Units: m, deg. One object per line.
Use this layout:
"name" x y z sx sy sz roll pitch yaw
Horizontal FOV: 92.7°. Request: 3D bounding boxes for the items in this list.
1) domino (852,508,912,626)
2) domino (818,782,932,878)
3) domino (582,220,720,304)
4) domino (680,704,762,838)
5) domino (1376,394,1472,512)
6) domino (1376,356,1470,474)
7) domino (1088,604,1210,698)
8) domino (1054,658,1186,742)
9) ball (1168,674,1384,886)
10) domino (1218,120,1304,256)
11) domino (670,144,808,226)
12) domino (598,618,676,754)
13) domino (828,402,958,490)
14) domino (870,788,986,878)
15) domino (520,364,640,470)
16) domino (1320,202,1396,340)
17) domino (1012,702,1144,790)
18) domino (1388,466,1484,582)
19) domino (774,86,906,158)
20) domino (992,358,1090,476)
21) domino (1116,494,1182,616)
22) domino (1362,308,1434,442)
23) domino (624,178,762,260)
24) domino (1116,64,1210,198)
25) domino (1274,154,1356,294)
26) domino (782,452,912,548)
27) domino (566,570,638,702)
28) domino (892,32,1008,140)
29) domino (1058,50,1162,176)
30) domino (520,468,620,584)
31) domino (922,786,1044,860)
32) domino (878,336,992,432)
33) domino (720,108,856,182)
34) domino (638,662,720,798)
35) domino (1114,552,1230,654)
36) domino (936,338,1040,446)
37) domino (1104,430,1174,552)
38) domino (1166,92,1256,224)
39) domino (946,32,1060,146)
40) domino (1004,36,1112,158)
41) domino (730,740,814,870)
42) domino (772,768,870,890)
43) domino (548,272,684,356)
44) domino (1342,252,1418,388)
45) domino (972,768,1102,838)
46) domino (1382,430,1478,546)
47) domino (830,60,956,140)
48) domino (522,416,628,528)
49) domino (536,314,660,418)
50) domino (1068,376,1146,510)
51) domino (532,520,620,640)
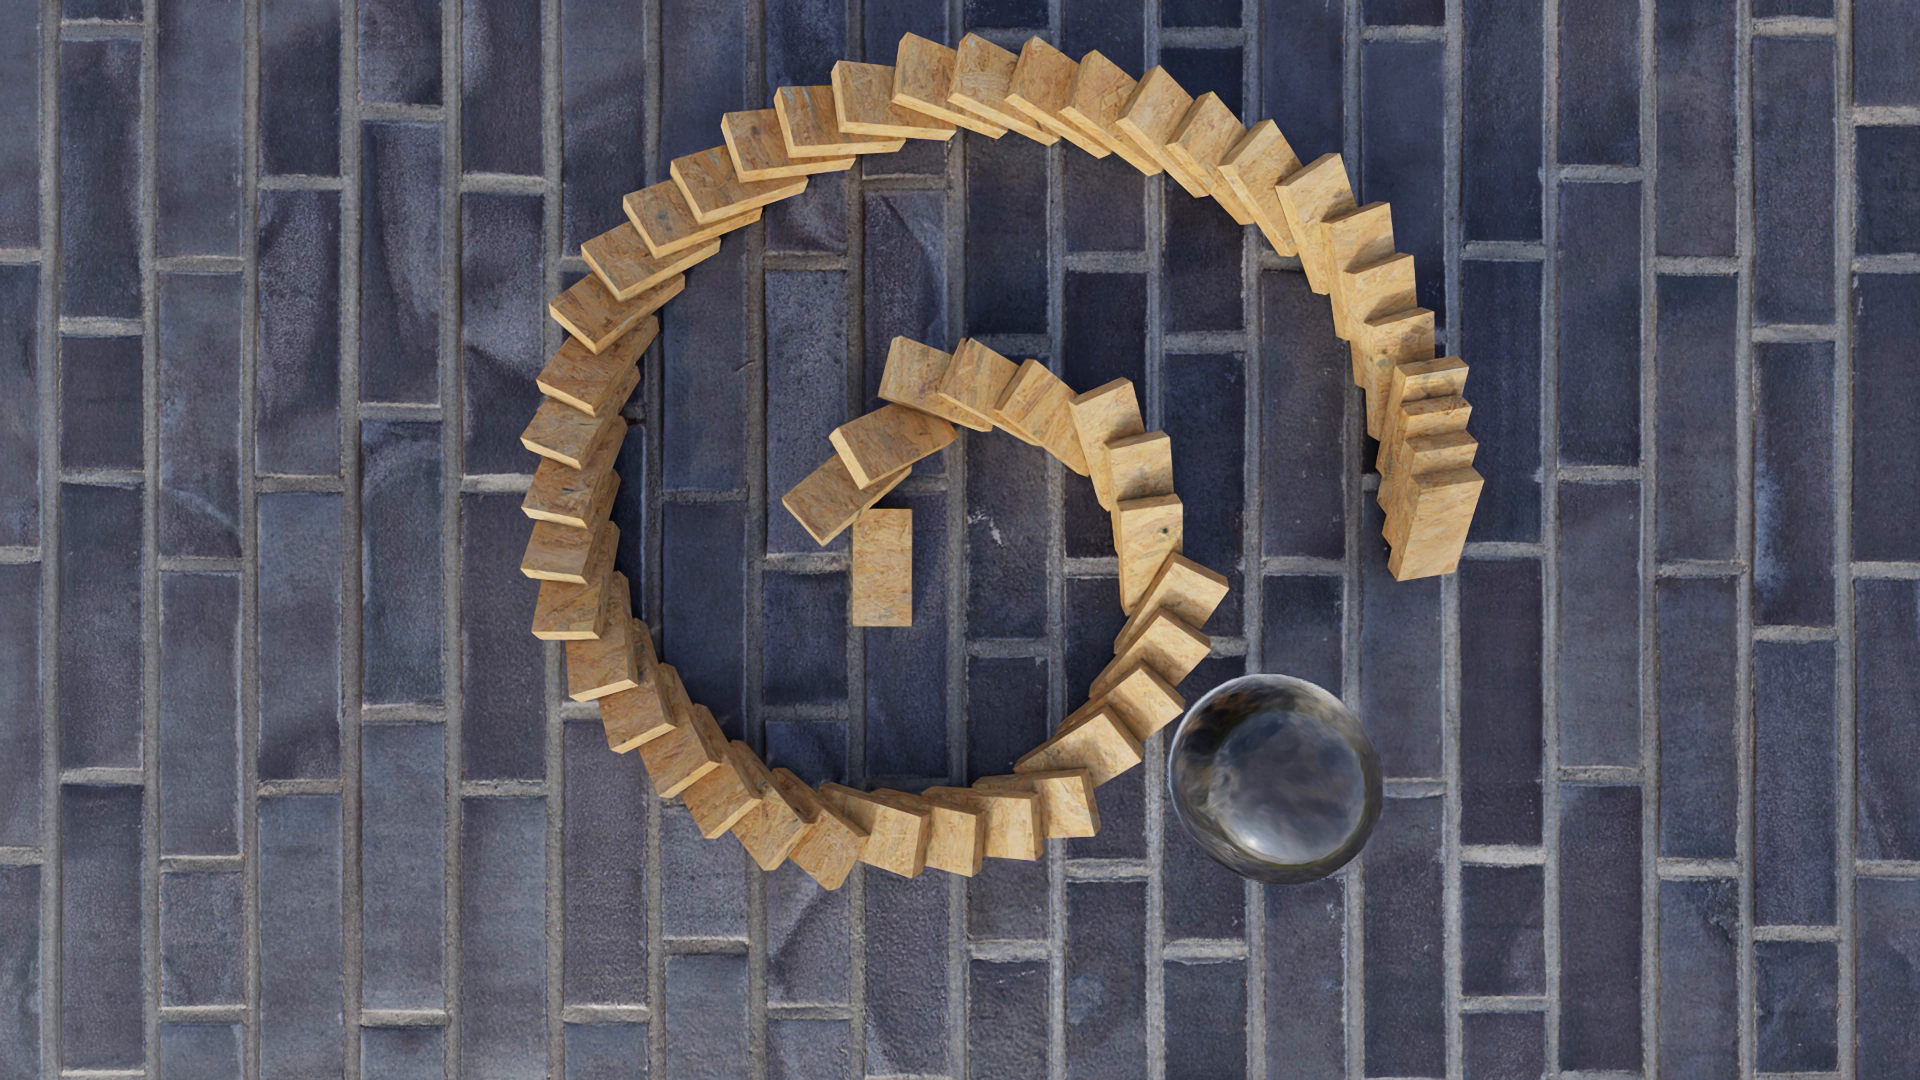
"domino" -0.033 0.012 0.395 0.025 0.010 0.050 0 90 0
"domino" -0.038 0.121 0.385 0.050 0.009 0.025 9 90 26
"domino" -0.129 -0.123 0.385 0.050 0.010 0.025 -39 90 -25
"domino" -0.107 0.097 0.385 0.025 0.010 0.050 -40 65 0
"domino" 0.192 -0.035 0.380 0.025 0.009 0.050 -9 131 0
"domino" 0.191 -0.050 0.381 0.025 0.009 0.050 -9 129 0
"domino" 0.079 0.054 0.384 0.025 0.009 0.050 34 117 -2
"domino" 0.067 0.075 0.384 0.025 0.010 0.050 45 116 -2
"ball" 0.123 0.093 0.360 0.080 0.080 0.080 0 90 0
"domino" 0.133 -0.147 0.385 0.025 0.010 0.050 -48 115 0
"domino" -0.092 -0.153 0.385 0.050 0.010 0.025 -29 90 -25
"domino" -0.139 0.061 0.385 0.025 0.009 0.050 -26 65 0
"domino" -0.027 -0.043 0.382 0.050 0.009 0.025 -31 90 -35
"domino" -0.015 0.122 0.385 0.050 0.009 0.025 4 90 26
"domino" -0.159 -0.056 0.385 0.025 0.009 0.050 22 65 0
"domino" 0.169 -0.113 0.385 0.025 0.010 0.050 -20 115 0
"domino" 0.049 0.092 0.385 0.050 0.009 0.025 -39 90 26
"domino" 0.196 -0.006 0.380 0.025 0.009 0.050 -9 131 0
"domino" -0.050 -0.176 0.385 0.050 0.009 0.025 -15 90 -25
"domino" 0.041 -0.051 0.385 0.050 0.009 0.025 34 90 -25
"domino" 0.080 0.007 0.384 0.025 0.009 0.050 -8 118 0
"domino" 0.185 -0.069 0.385 0.025 0.009 0.050 -15 115 0
"domino" -0.112 -0.139 0.385 0.050 0.009 0.025 -32 90 -25
"domino" 0.092 -0.171 0.385 0.050 0.009 0.025 32 90 -25
"domino" 0.154 -0.132 0.385 0.025 0.009 0.050 -32 116 0
"domino" -0.047 -0.023 0.388 0.050 0.010 0.025 -41 82 -14
"domino" -0.151 0.040 0.385 0.025 0.010 0.050 -16 64 0
"domino" -0.002 -0.190 0.385 0.050 0.009 0.025 8 90 -25
"domino" 0.068 -0.179 0.385 0.050 0.009 0.025 24 90 -25
"domino" -0.163 -0.007 0.385 0.025 0.010 0.050 7 65 0
"domino" 0.009 0.118 0.384 0.050 0.010 0.025 -4 91 26
"domino" -0.007 -0.065 0.384 0.050 0.009 0.025 15 88 -26
"domino" -0.072 -0.167 0.385 0.050 0.010 0.025 -18 90 -25
"domino" -0.123 0.079 0.385 0.025 0.010 0.050 -35 65 0
"domino" 0.088 0.032 0.384 0.025 0.009 0.050 25 118 -3
"domino" 0.018 -0.062 0.385 0.050 0.010 0.025 25 89 -25
"domino" 0.076 -0.019 0.384 0.025 0.010 0.050 -13 116 -4
"domino" 0.112 -0.160 0.385 0.050 0.010 0.025 34 90 -25
"domino" 0.021 -0.189 0.385 0.050 0.010 0.025 13 90 -25
"domino" 0.046 -0.185 0.385 0.050 0.010 0.025 20 90 -25
"domino" -0.087 0.111 0.385 0.050 0.009 0.025 41 90 26
"domino" -0.065 0.121 0.385 0.050 0.010 0.025 30 90 26
"domino" -0.143 -0.103 0.385 0.025 0.010 0.050 41 65 0
"domino" 0.178 -0.092 0.385 0.025 0.010 0.050 -18 115 0
"domino" 0.032 0.111 0.384 0.050 0.009 0.025 -12 92 27
"domino" 0.194 -0.020 0.380 0.025 0.010 0.050 -9 131 0
"domino" -0.027 -0.184 0.385 0.050 0.009 0.025 -7 90 -25
"domino" -0.161 -0.031 0.385 0.025 0.010 0.050 11 65 0
"domino" -0.151 -0.078 0.385 0.025 0.010 0.050 25 65 0
"domino" 0.065 -0.040 0.384 0.025 0.010 0.050 -24 117 -4
"domino" -0.161 0.016 0.385 0.025 0.010 0.050 0 65 0
